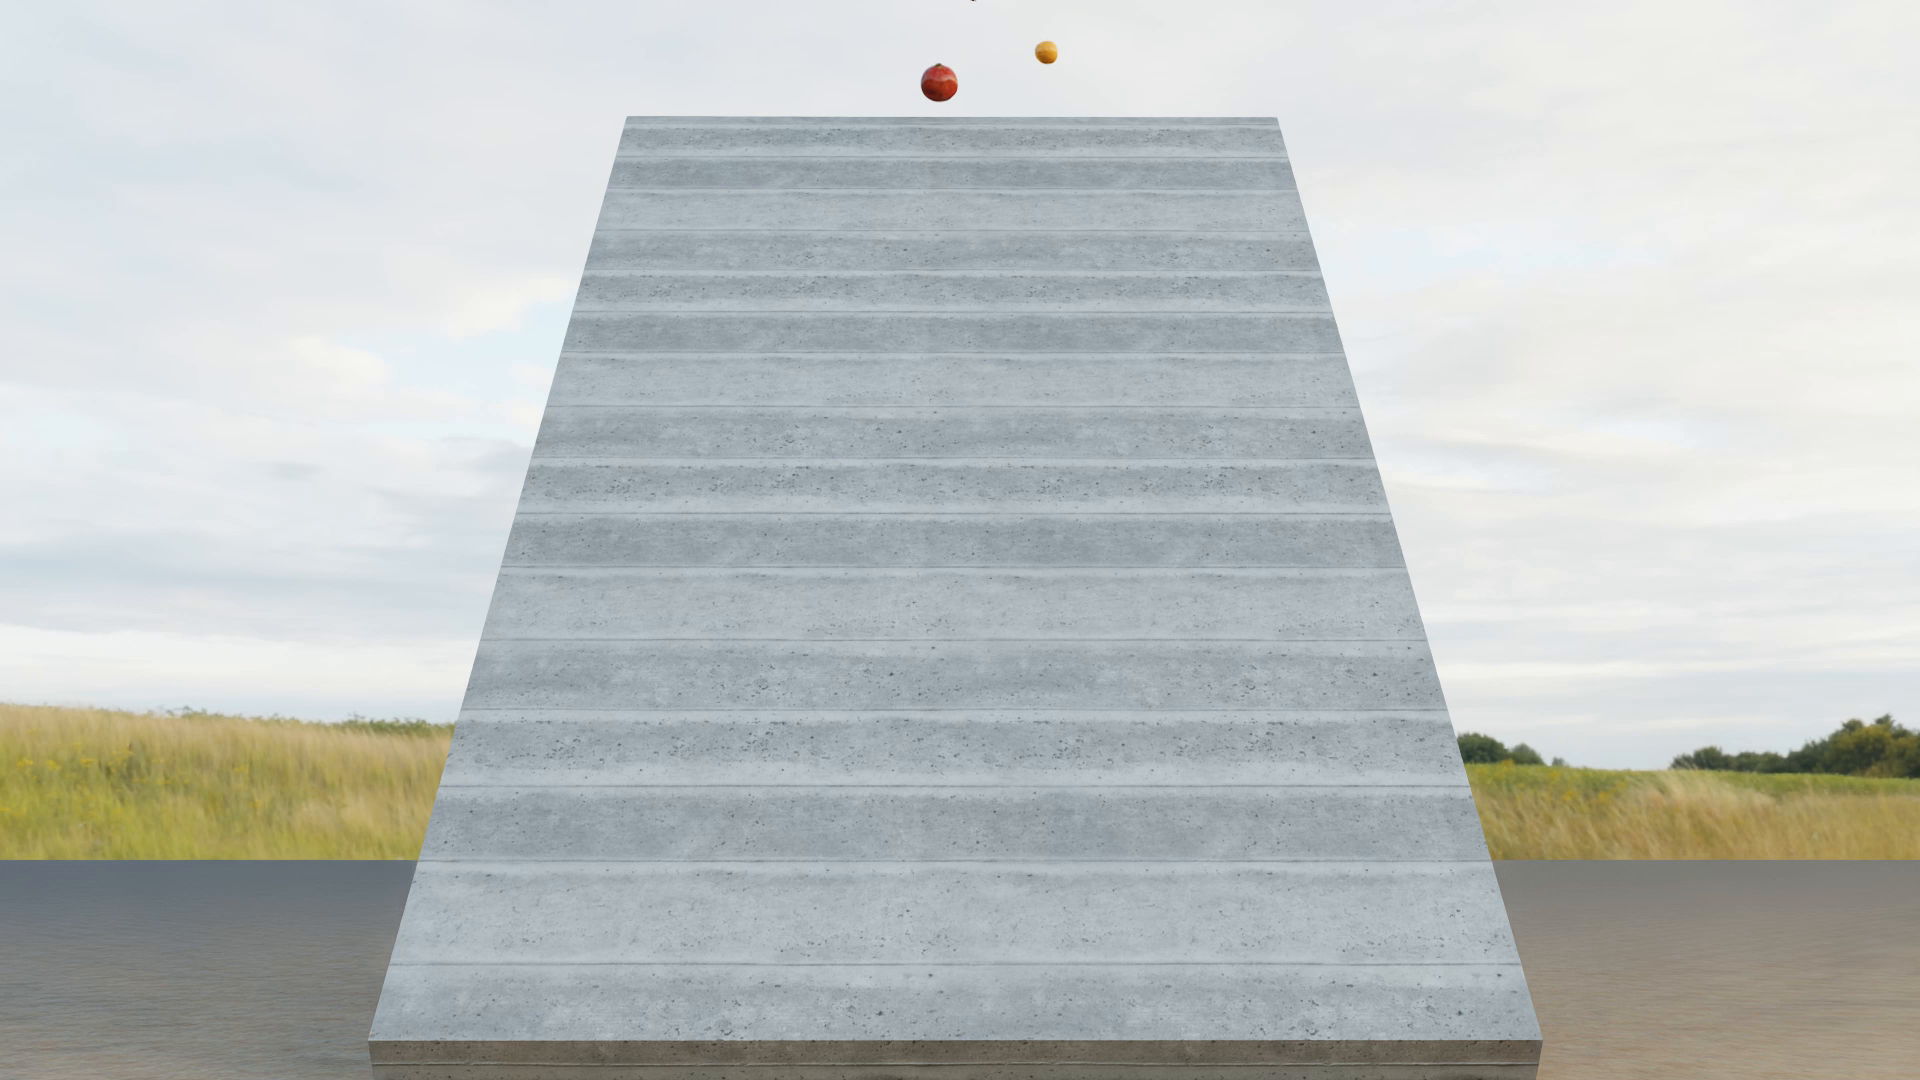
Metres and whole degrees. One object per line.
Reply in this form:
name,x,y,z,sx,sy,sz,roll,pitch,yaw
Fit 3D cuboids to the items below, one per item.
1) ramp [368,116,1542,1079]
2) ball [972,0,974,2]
ramp,-0.015,-0.183,5.888,2.000,0.100,4.000,0,33,0
ball,0.040,-1.642,7.356,0.051,0.051,0.051,0,-7,0
